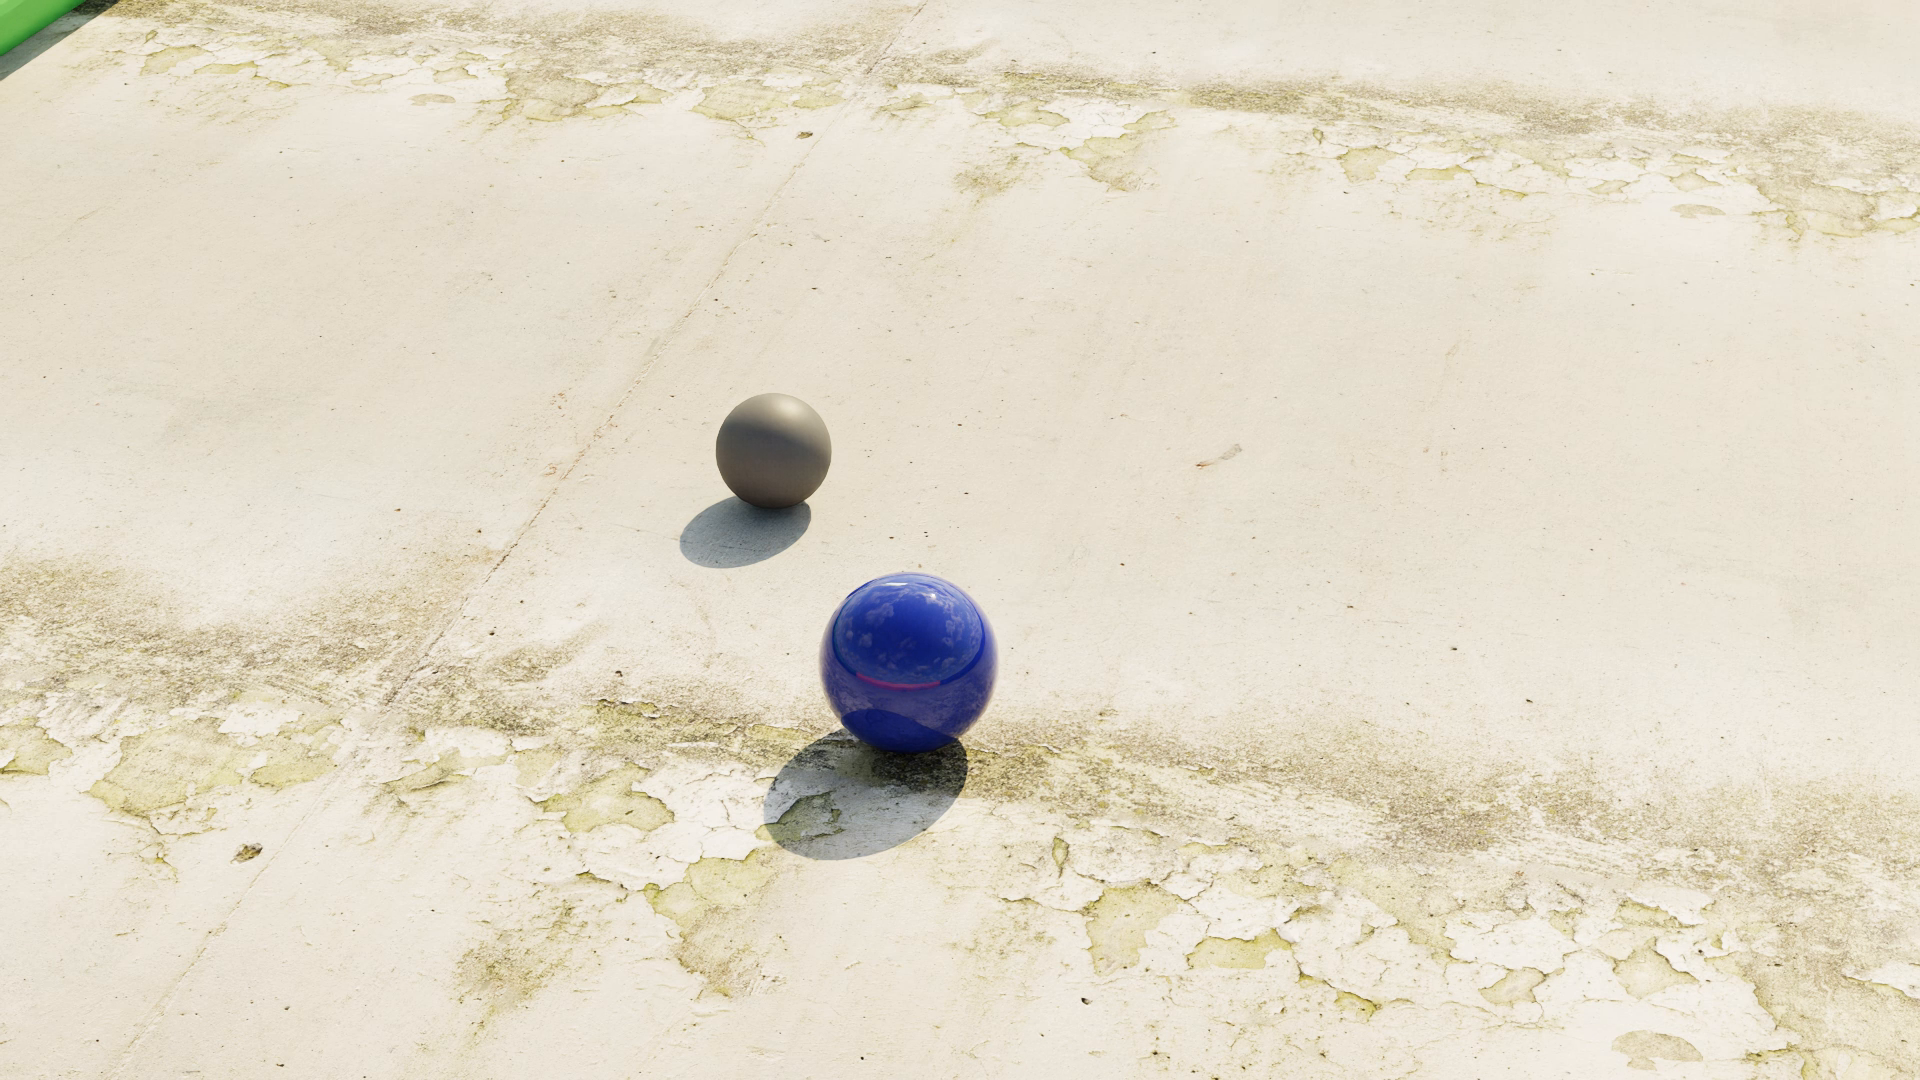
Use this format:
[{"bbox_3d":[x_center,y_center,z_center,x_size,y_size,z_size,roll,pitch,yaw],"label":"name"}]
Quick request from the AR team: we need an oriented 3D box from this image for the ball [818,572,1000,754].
[{"bbox_3d":[-0.027,0.064,1.529,0.095,0.095,0.095,0,29,0],"label":"ball"}]

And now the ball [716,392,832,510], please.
[{"bbox_3d":[-0.112,-0.053,1.764,0.070,0.070,0.070,0,29,0],"label":"ball"}]

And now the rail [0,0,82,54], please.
[{"bbox_3d":[-0.727,-0.575,2.643,0.045,0.123,3.735,7,30,12],"label":"rail"}]
